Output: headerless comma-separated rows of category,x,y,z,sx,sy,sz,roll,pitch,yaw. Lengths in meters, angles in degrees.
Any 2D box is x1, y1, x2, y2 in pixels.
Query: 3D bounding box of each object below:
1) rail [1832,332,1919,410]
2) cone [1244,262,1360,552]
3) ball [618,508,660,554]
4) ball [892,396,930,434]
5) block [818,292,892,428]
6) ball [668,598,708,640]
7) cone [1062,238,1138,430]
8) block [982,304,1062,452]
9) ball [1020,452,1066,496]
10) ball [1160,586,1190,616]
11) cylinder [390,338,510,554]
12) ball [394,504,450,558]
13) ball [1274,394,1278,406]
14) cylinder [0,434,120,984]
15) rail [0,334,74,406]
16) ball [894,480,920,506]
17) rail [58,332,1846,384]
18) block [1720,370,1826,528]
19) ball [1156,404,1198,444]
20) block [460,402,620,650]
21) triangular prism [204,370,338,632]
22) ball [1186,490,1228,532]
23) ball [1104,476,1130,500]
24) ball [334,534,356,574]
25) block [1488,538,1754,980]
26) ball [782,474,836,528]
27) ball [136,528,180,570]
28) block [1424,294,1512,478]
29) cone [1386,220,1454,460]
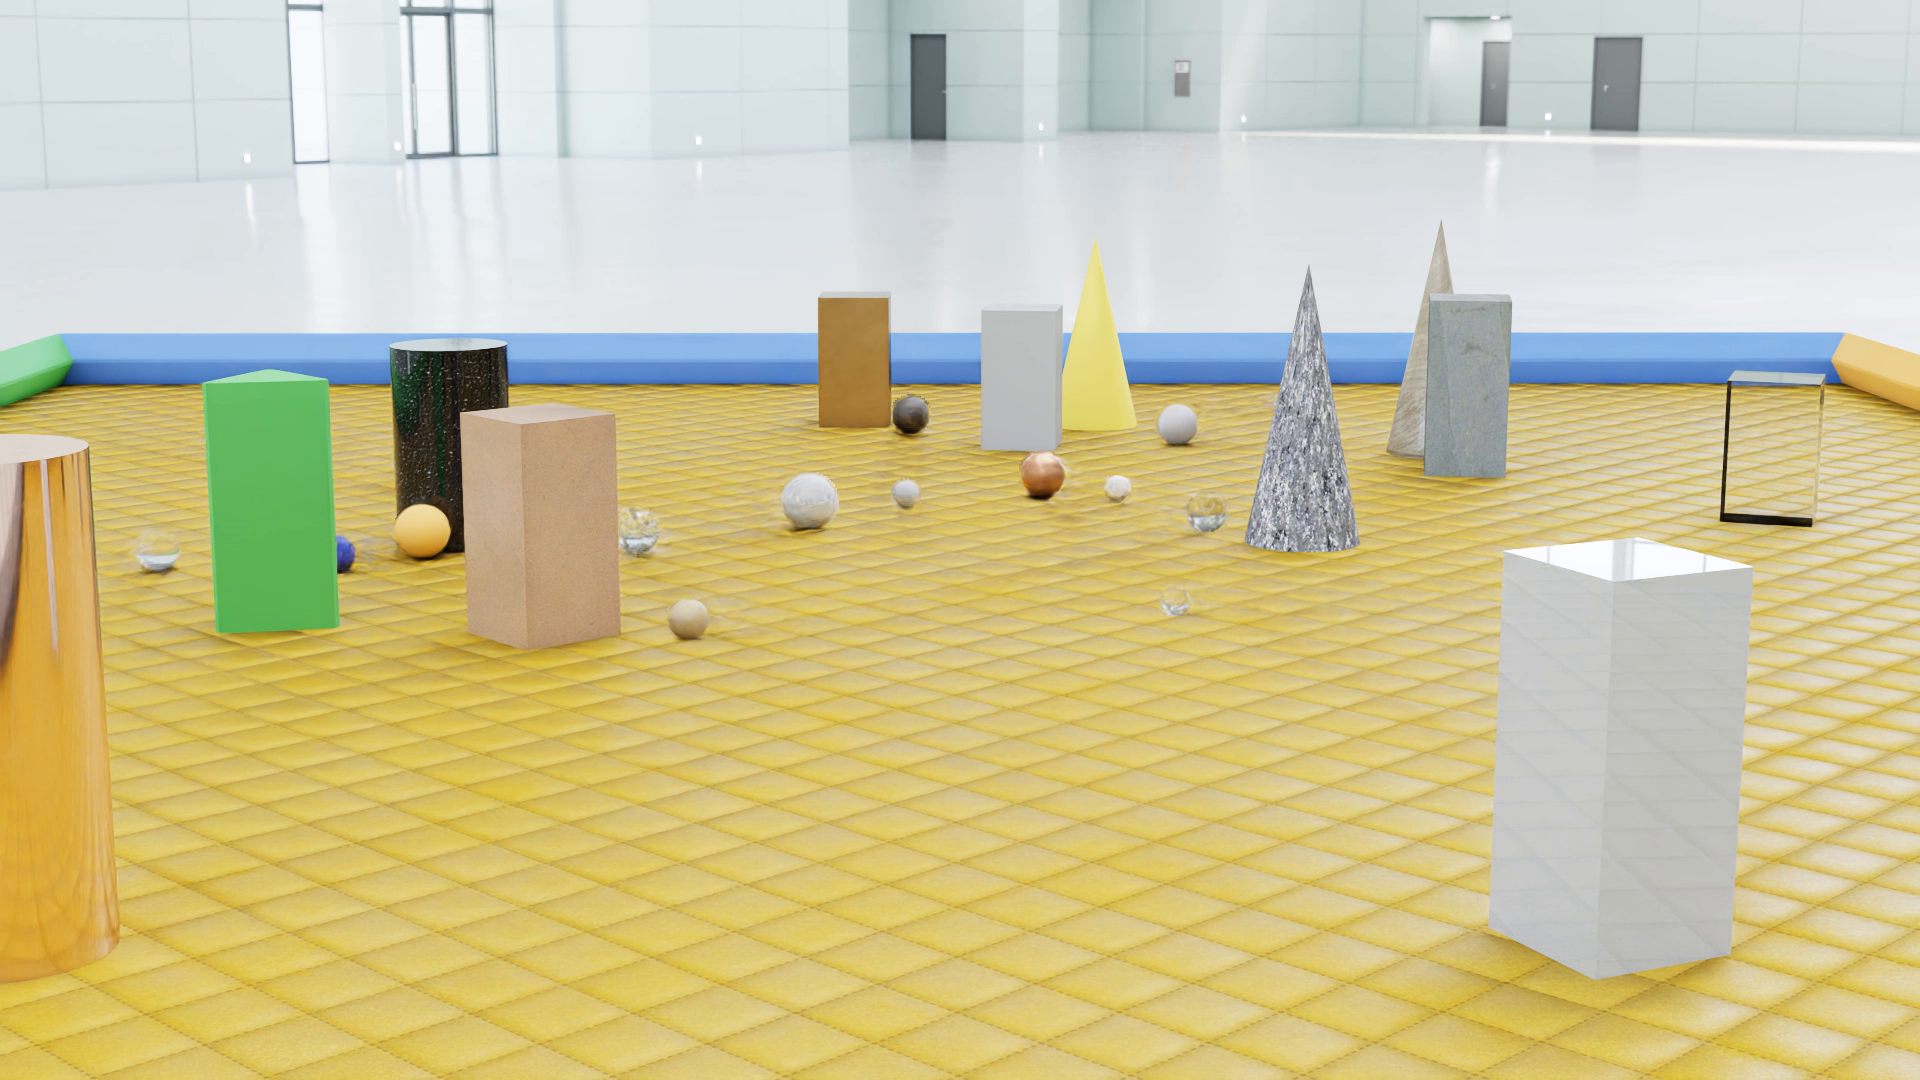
rail,1.987,0.027,3.462,0.045,0.113,4.737,0,11,0
cone,0.520,-0.206,3.863,0.174,0.424,0.174,0,11,0
ball,-0.480,-0.013,3.797,0.070,0.070,0.070,0,11,0
ball,-0.096,-0.244,5.010,0.073,0.073,0.073,0,11,0
block,-0.210,-0.363,5.145,0.140,0.258,0.140,0,11,1
ball,-0.344,0.100,3.246,0.052,0.052,0.052,0,11,0
cone,0.268,-0.417,5.110,0.174,0.377,0.174,0,11,0
block,0.118,-0.309,4.847,0.140,0.262,0.140,1,11,7
ball,0.138,-0.110,4.294,0.076,0.076,0.076,0,11,0
ball,0.284,0.080,3.382,0.040,0.040,0.040,0,11,0
cylinder,-0.766,-0.145,3.870,0.174,0.301,0.174,0,11,0
ball,-0.789,-0.013,3.768,0.080,0.080,0.080,0,11,0
ball,0.673,-0.289,5.336,0.042,0.042,0.042,0,11,0
cylinder,-0.787,0.133,2.085,0.174,0.417,0.174,0,11,0
rail,-1.987,0.031,3.439,0.045,0.113,4.737,0,11,0
ball,-0.088,-0.076,4.203,0.043,0.043,0.043,0,11,0
rail,-0.014,-0.405,5.754,4.021,0.113,0.045,0,11,0
block,1.295,-0.147,4.087,0.140,0.226,0.140,4,11,21
ball,0.412,-0.219,4.869,0.077,0.077,0.077,0,11,0
block,-0.532,-0.020,3.256,0.140,0.284,0.140,-10,14,-41
triangular prism,-0.892,-0.054,3.333,0.151,0.322,0.131,-2,11,-12
ball,0.382,-0.044,3.976,0.064,0.064,0.064,0,11,0
ball,0.262,-0.086,4.256,0.043,0.043,0.043,0,11,0
ball,-0.890,0.020,3.659,0.055,0.055,0.055,0,11,0
block,0.541,0.175,2.111,0.140,0.325,0.140,-5,12,-25
ball,-0.236,-0.061,4.004,0.087,0.087,0.087,0,11,0
ball,-1.150,0.014,3.678,0.060,0.060,0.060,0,11,0
block,0.898,-0.275,4.542,0.140,0.309,0.140,2,11,9
cone,0.882,-0.377,4.739,0.174,0.435,0.174,0,11,0
